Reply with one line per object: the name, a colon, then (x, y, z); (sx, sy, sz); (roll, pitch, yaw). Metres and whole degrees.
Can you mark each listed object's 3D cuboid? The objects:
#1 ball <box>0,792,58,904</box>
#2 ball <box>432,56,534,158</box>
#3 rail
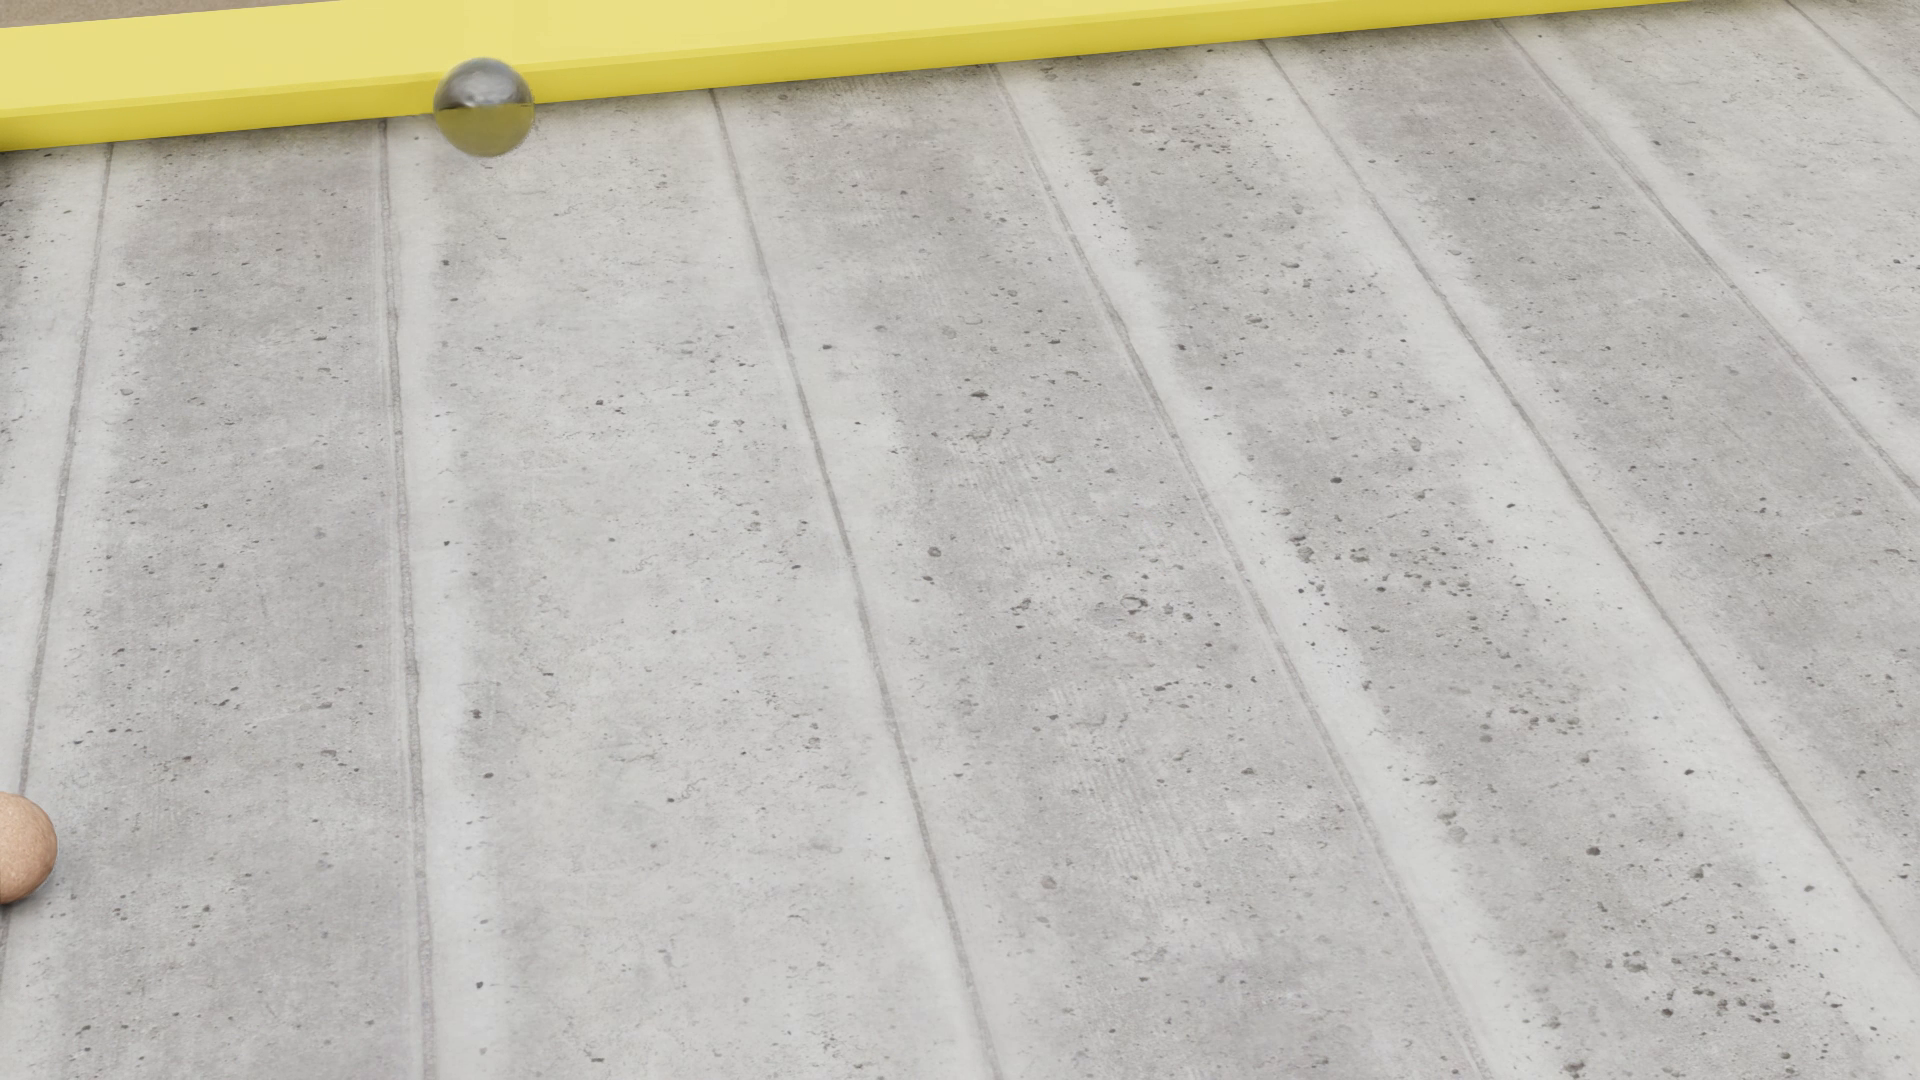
ball: (-0.524, 0.168, 1.398); (0.061, 0.061, 0.061); (0, 36, 0)
ball: (-0.391, -0.355, 2.107); (0.082, 0.082, 0.082); (0, 36, 0)
rail: (0.537, -0.515, 2.306); (2.797, 0.107, 0.045); (-7, 36, -9)
